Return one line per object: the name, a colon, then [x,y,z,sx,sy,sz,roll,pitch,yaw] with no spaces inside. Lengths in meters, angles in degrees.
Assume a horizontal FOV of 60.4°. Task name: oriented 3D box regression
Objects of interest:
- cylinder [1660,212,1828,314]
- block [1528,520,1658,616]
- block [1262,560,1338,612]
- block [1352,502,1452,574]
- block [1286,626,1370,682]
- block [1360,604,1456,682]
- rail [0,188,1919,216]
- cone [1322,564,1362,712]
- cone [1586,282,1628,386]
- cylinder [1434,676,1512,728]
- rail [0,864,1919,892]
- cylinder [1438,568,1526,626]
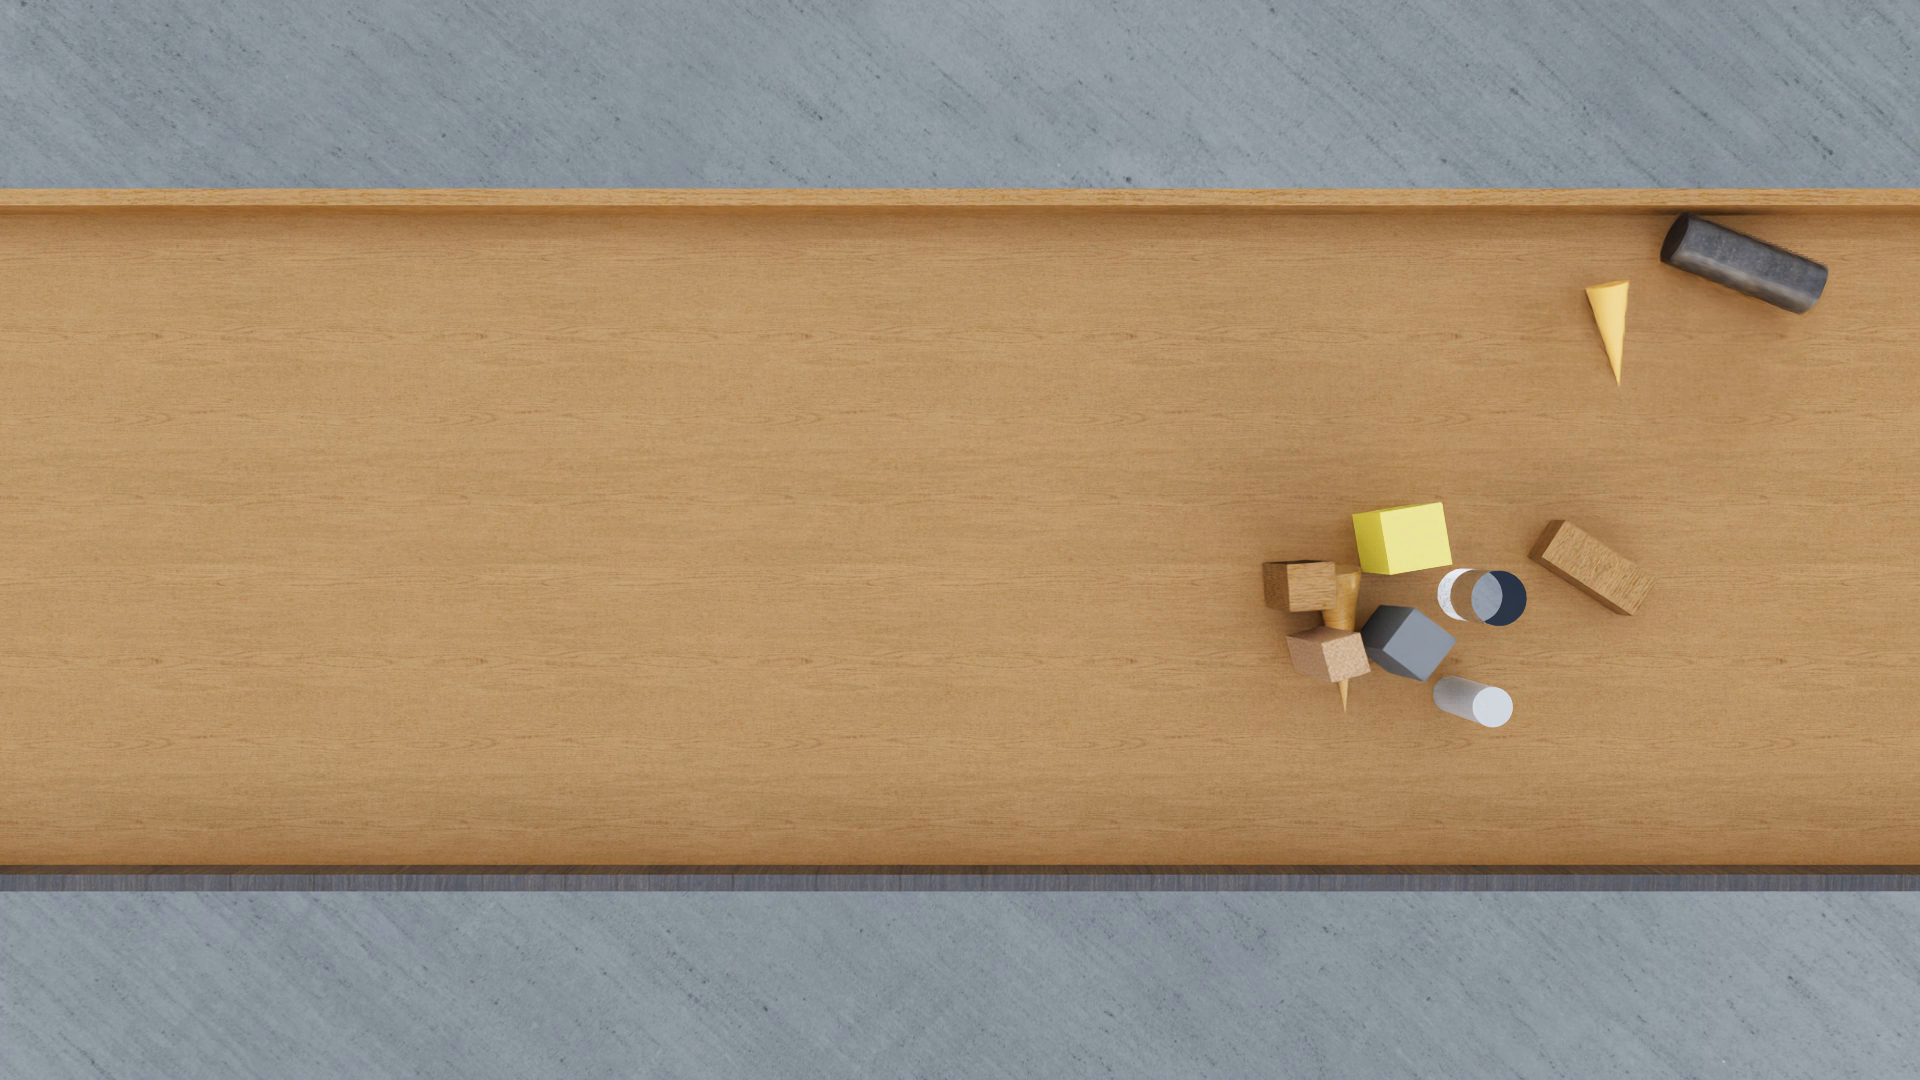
cylinder: [2.372,-0.836,4.997,0.443,0.159,0.159,21,90,0]
block: [1.919,0.084,5.010,0.330,0.132,0.132,33,90,0]
block: [1.002,0.133,4.887,0.135,0.379,0.135,-4,90,0]
block: [1.309,-0.005,4.901,0.180,0.349,0.180,-10,90,1]
block: [1.079,0.333,4.858,0.115,0.433,0.115,-15,90,-2]
block: [1.301,0.300,4.860,0.150,0.428,0.150,37,90,2]
rail: [-2.247,-1.025,5.002,12.000,0.150,0.050,0,90,0]
cone: [1.165,0.311,5.040,0.148,0.148,0.450,-5,99,0]
cone: [1.997,-0.623,5.046,0.122,0.122,0.316,-12,101,0]
cylinder: [1.513,0.474,4.880,0.114,0.393,0.114,0,90,0]
rail: [-2.247,1.025,5.001,12.000,0.150,0.050,0,90,0]
cylinder: [1.549,0.167,4.908,0.160,0.336,0.160,0,90,0]
